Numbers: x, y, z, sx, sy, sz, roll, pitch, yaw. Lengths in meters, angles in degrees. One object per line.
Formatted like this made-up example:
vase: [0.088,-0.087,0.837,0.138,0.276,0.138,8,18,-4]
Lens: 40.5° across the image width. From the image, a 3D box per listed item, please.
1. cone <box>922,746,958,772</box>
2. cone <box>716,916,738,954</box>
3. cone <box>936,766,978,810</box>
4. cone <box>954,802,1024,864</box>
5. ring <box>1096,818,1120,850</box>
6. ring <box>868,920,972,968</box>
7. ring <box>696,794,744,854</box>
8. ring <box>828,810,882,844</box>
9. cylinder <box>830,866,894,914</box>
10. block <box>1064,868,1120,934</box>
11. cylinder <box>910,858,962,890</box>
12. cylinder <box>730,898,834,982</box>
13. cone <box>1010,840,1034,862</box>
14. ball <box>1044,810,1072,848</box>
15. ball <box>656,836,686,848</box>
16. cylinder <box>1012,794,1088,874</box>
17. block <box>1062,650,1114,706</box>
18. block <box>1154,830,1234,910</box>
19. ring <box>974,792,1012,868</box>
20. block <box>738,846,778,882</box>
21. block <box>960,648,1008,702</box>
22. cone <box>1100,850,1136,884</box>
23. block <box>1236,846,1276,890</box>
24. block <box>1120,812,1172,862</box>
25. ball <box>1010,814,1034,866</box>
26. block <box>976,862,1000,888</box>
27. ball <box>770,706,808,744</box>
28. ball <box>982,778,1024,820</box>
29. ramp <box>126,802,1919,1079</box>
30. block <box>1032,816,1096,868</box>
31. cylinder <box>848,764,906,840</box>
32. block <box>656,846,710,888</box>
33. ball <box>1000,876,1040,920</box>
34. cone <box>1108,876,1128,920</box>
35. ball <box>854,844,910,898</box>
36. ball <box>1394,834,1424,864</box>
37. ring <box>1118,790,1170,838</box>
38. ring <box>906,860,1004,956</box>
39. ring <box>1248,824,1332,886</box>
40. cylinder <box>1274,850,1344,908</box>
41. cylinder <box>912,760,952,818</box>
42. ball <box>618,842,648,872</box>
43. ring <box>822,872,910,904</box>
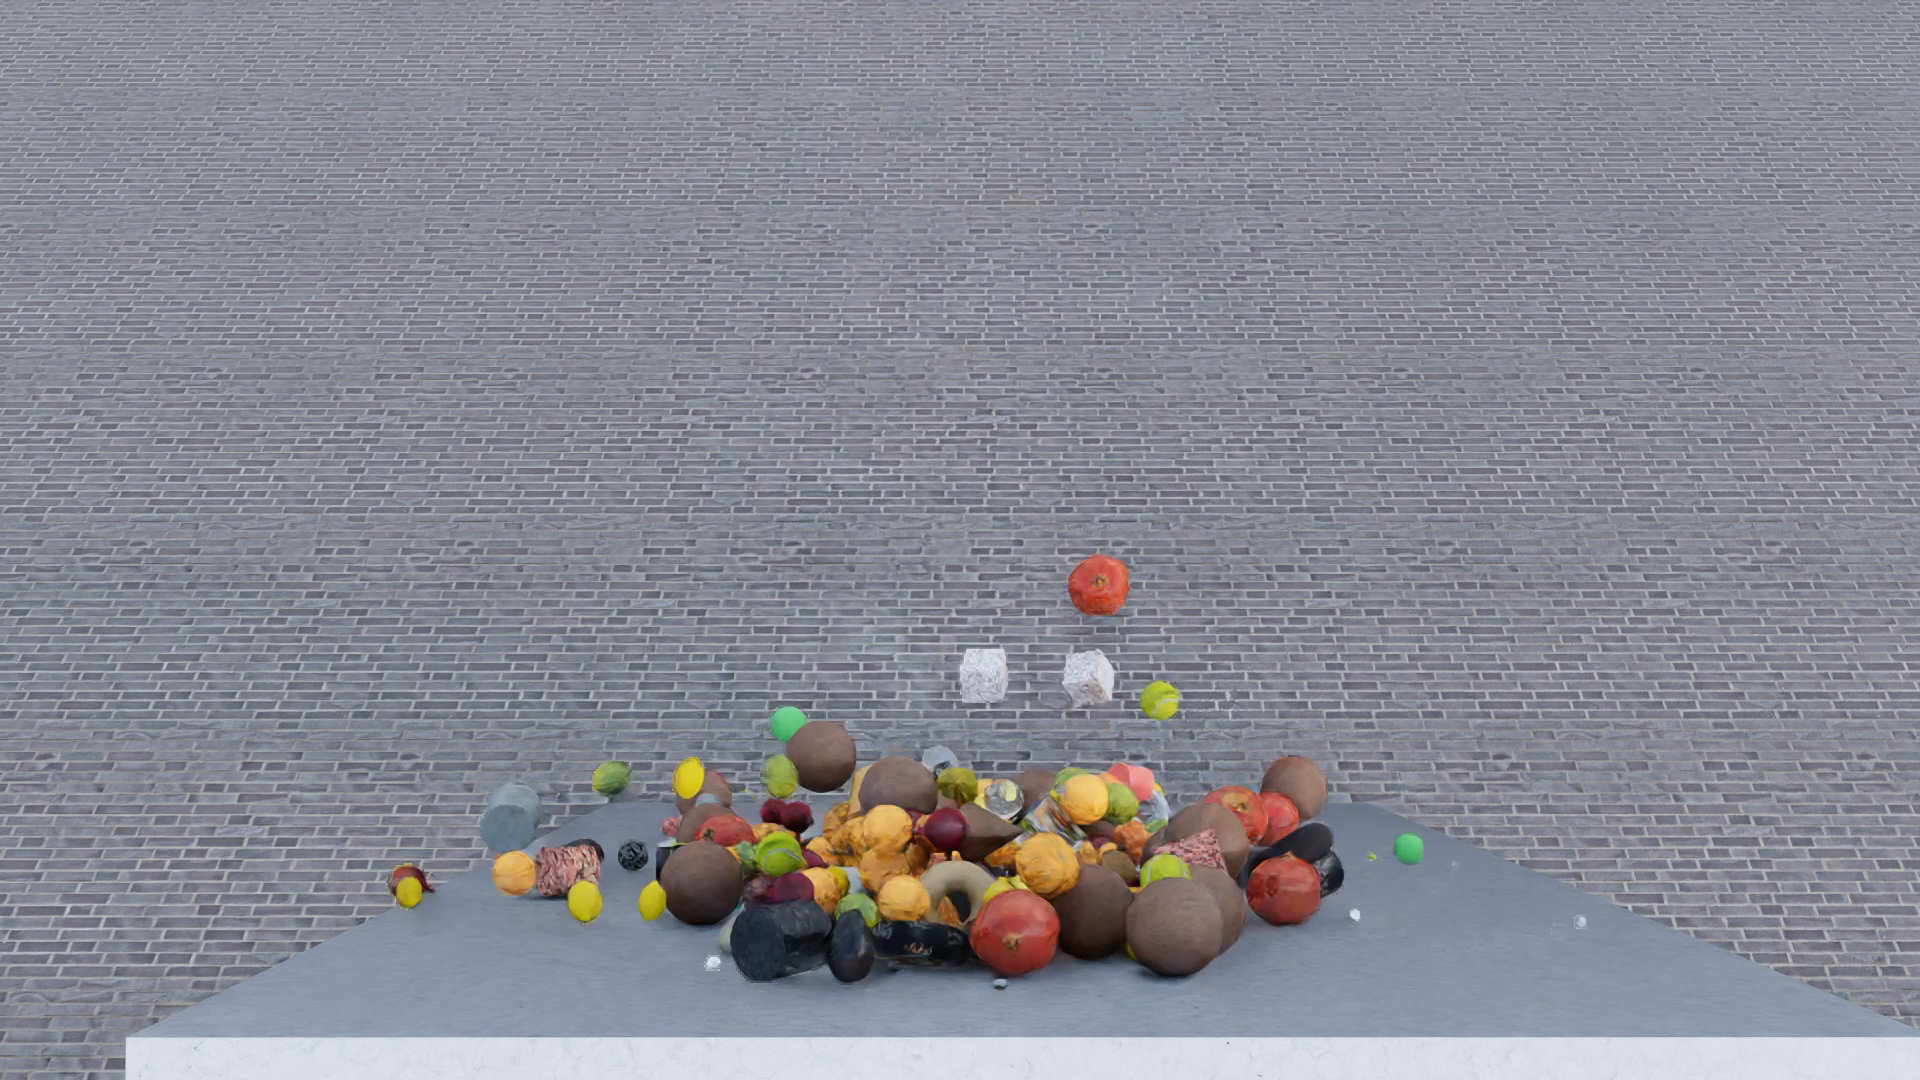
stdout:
cone: [-0.040,0.487,5.822,0.082,0.082,0.082,5,14,7]
cone: [-0.296,0.562,3.611,0.061,0.061,0.061,27,43,35]
cone: [-0.007,0.453,4.790,0.080,0.080,0.080,0,78,1]
cone: [0.054,0.415,3.686,0.089,0.089,0.089,-6,30,31]
ring: [0.313,0.603,5.312,0.100,0.033,0.100,29,10,-6]
ring: [-0.053,0.530,3.409,0.139,0.139,0.046,4,73,6]
ring: [-0.482,0.569,5.212,0.047,0.140,0.140,-34,42,-2]
ring: [-0.216,0.604,5.468,0.128,0.128,0.043,14,71,18]
cylinder: [-0.146,0.525,3.891,0.070,0.070,0.070,-3,32,27]
block: [0.194,0.529,3.811,0.059,0.059,0.059,-21,35,24]
cylinder: [-0.019,0.549,4.119,0.091,0.091,0.091,2,32,-27]
cylinder: [-0.228,0.513,3.335,0.094,0.094,0.094,29,18,34]
cone: [0.104,0.495,4.182,0.094,0.094,0.094,-31,17,37]
ball: [0.143,0.479,4.235,0.077,0.077,0.077,0,36,0]
ball: [-0.544,0.592,4.910,0.062,0.062,0.062,0,36,0]
cylinder: [0.127,0.428,3.781,0.084,0.084,0.084,-32,73,-37]
block: [0.250,0.267,5.032,0.072,0.072,0.072,-12,45,24]
block: [0.337,0.474,3.741,0.088,0.088,0.088,-19,78,4]
ring: [0.052,0.462,4.144,0.041,0.123,0.123,-13,34,11]
block: [-0.361,0.581,4.659,0.058,0.058,0.058,1,77,-16]
block: [0.042,0.231,4.434,0.065,0.065,0.065,0,33,14]
cone: [0.236,0.532,4.094,0.062,0.062,0.062,19,40,-16]
block: [0.523,0.576,4.565,0.069,0.069,0.069,0,-2,1]
block: [0.366,0.584,5.117,0.094,0.094,0.094,0,-2,10]
ball: [0.126,0.535,4.657,0.094,0.094,0.094,0,36,0]
block: [0.006,0.509,3.729,0.070,0.070,0.070,46,34,16]
ball: [-0.328,0.354,4.978,0.072,0.072,0.072,0,36,0]
ball: [0.067,0.399,4.007,0.063,0.063,0.063,0,36,0]
ramp: [0.079,0.672,4.867,2.000,0.100,4.000,0,-2,0]
block: [0.201,0.581,5.019,0.092,0.092,0.092,-1,-2,28]
cylinder: [-0.147,0.465,4.600,0.095,0.095,0.095,2,48,3]
block: [-0.490,0.578,4.597,0.069,0.069,0.069,-2,-3,38]
ball: [0.083,0.507,3.688,0.061,0.061,0.061,0,36,0]
cone: [0.196,0.567,3.982,0.087,0.087,0.087,22,45,-24]
ball: [-0.124,0.527,4.127,0.091,0.091,0.091,0,36,0]
ball: [0.872,0.599,5.043,0.058,0.058,0.058,0,36,0]
ring: [0.333,0.493,4.705,0.093,0.031,0.093,0,75,-1]
ring: [-0.007,0.506,3.564,0.135,0.045,0.135,-2,74,8]
ring: [0.521,0.496,4.097,0.148,0.148,0.049,-29,85,-34]
cylinder: [0.569,0.549,4.237,0.082,0.082,0.082,29,28,34]
cylinder: [-0.037,0.474,4.934,0.081,0.081,0.081,-29,2,1]
ball: [-0.613,0.594,4.875,0.056,0.056,0.056,0,36,0]
ring: [-0.156,0.574,4.298,0.145,0.048,0.145,3,-8,0]
